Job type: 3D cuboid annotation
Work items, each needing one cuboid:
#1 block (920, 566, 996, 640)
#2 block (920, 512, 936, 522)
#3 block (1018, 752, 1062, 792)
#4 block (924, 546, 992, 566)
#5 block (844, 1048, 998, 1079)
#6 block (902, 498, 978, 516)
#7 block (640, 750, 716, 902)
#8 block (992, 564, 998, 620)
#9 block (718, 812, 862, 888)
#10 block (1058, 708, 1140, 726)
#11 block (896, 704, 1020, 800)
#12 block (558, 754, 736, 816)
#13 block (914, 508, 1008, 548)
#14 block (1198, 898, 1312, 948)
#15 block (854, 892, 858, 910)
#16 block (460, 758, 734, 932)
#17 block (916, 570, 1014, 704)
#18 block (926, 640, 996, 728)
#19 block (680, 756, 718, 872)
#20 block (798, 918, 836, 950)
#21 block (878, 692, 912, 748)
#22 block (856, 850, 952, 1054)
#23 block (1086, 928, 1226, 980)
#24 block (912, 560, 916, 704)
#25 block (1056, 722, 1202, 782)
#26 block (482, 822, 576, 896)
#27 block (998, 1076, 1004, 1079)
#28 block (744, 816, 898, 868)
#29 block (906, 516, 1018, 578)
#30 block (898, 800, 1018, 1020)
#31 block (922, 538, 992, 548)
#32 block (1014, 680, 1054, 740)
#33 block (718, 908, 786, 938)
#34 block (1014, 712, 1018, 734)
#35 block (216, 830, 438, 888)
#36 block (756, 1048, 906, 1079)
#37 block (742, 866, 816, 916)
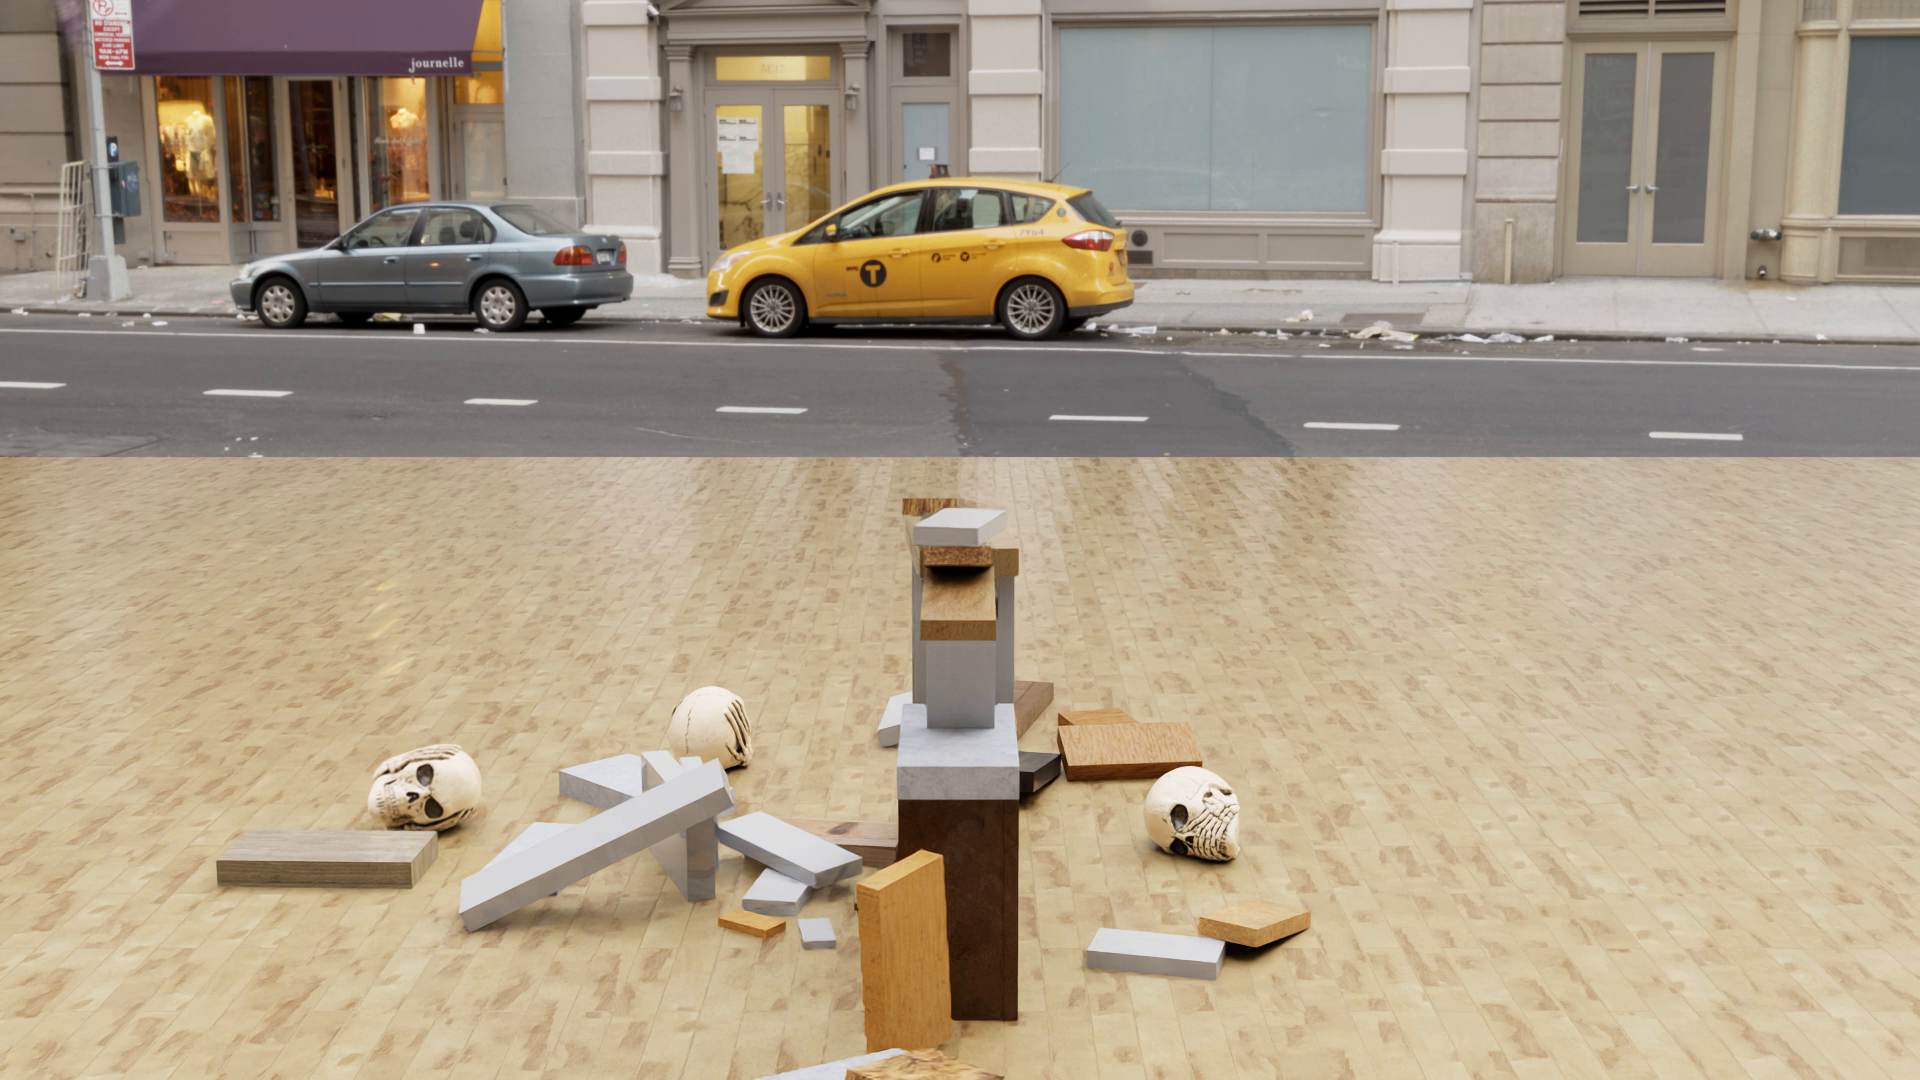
[{"bbox_3d":[-0.002,0.085,3.019,0.099,0.028,0.280,0,14,0],"label":"block"},{"bbox_3d":[-0.014,-0.027,3.401,0.090,0.025,0.180,1,-1,-2],"label":"block"},{"bbox_3d":[0.104,0.444,4.245,0.134,0.038,0.267,3,2,14],"label":"block"},{"bbox_3d":[-0.002,0.025,3.142,0.092,0.026,0.192,0,-2,1],"label":"block"},{"bbox_3d":[-0.044,0.638,2.580,0.099,0.028,0.198,16,3,28],"label":"block"},{"bbox_3d":[-0.031,-0.051,3.527,0.090,0.025,0.180,0,-1,10],"label":"block"},{"bbox_3d":[-0.486,0.486,3.777,0.047,0.165,0.334,-4,11,-20],"label":"block"},{"bbox_3d":[0.002,0.075,3.180,0.100,0.028,0.200,0,14,-1],"label":"block"},{"bbox_3d":[-0.295,0.527,3.751,0.099,0.028,0.288,-13,19,-39],"label":"block"},{"bbox_3d":[0.313,0.405,4.560,0.135,0.038,0.271,-3,11,-17],"label":"block"},{"bbox_3d":[-0.003,0.306,3.210,0.170,0.048,0.339,0,10,0],"label":"block"},{"bbox_3d":[-0.594,0.475,4.160,0.165,0.047,0.330,-10,15,-44],"label":"block"},{"bbox_3d":[0.002,-0.019,3.134,0.092,0.026,0.184,2,9,14],"label":"block"},{"bbox_3d":[0.464,0.601,3.455,0.099,0.028,0.198,7,4,33],"label":"block"},{"bbox_3d":[-0.122,0.593,3.617,0.105,0.014,0.050,-1,11,-4],"label":"block"},{"bbox_3d":[-0.589,0.491,3.560,0.462,0.037,0.132,-25,18,-3],"label":"block"},{"bbox_3d":[0.008,0.264,3.456,0.152,0.443,0.043,0,12,1],"label":"block"},{"bbox_3d":[0.001,0.188,3.185,0.100,0.200,0.028,0,37,0],"label":"block"},{"bbox_3d":[-0.462,0.483,3.884,0.037,0.132,0.264,-2,11,-13],"label":"block"},{"bbox_3d":[-0.226,0.621,3.465,0.050,0.014,0.100,-2,11,-10],"label":"block"},{"bbox_3d":[-0.091,0.367,4.661,0.135,0.038,0.271,-16,9,7],"label":"block"},{"bbox_3d":[-0.074,0.573,2.985,0.039,0.272,0.136,9,19,38],"label":"block"},{"bbox_3d":[0.301,0.632,3.363,0.198,0.028,0.099,3,11,15],"label":"block"},{"bbox_3d":[-0.003,0.159,3.635,0.152,0.304,0.043,0,11,-2],"label":"block"},{"bbox_3d":[0.335,0.419,4.367,0.267,0.038,0.134,-1,31,-7],"label":"block"},{"bbox_3d":[-0.715,0.548,3.793,0.132,0.037,0.264,2,11,9],"label":"block"},{"bbox_3d":[-0.155,0.701,2.607,0.136,0.039,0.659,5,0,27],"label":"block"},{"bbox_3d":[-0.233,0.532,3.879,0.267,0.038,0.134,2,11,9],"label":"block"},{"bbox_3d":[0.000,0.007,3.506,0.152,0.043,0.304,-1,11,-5],"label":"block"},{"bbox_3d":[-0.002,0.516,3.137,0.170,0.339,0.048,0,10,-1],"label":"block"},{"bbox_3d":[-0.003,-0.001,3.277,0.092,0.026,0.184,1,0,3],"label":"block"},{"bbox_3d":[0.068,0.389,4.647,0.135,0.038,0.611,3,11,14],"label":"block"},{"bbox_3d":[-0.332,0.612,3.510,0.100,0.014,0.050,7,13,34],"label":"block"},{"bbox_3d":[0.002,0.401,3.988,0.149,0.298,0.042,4,54,-9],"label":"block"},{"bbox_3d":[-1.082,0.547,3.774,0.330,0.047,0.165,0,11,2],"label":"block"},{"bbox_3d":[-0.110,0.666,2.659,0.136,0.039,0.272,6,0,36],"label":"block"},{"bbox_3d":[-0.294,0.580,3.652,0.090,0.025,0.180,2,11,9],"label":"block"}]
